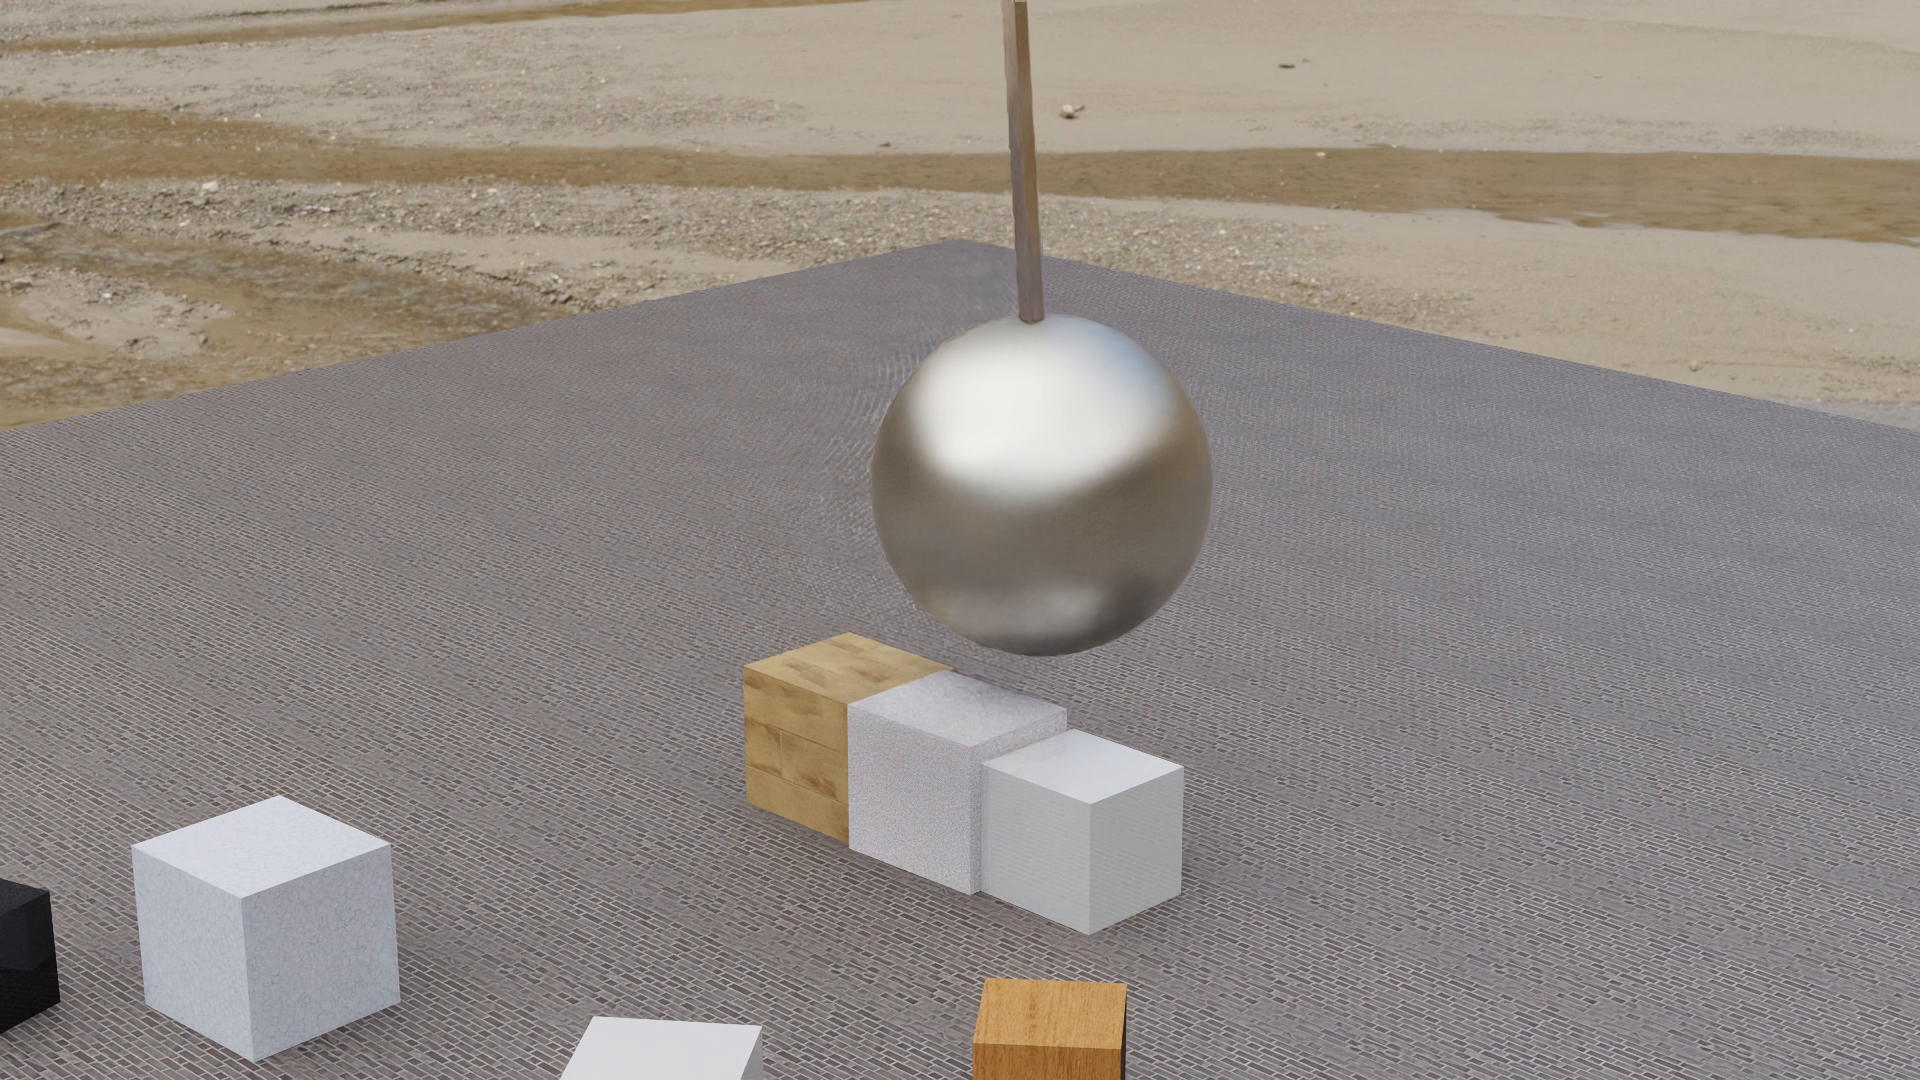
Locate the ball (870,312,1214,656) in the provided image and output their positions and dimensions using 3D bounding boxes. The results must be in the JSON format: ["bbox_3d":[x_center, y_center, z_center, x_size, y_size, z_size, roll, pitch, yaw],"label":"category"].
[{"bbox_3d":[0.380,-0.258,13.658,1.600,1.600,1.600,0,17,0],"label":"ball"}]

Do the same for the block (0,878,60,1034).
[{"bbox_3d":[-4.146,1.724,12.023,0.575,0.501,0.605,9,20,27],"label":"block"}]

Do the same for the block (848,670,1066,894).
[{"bbox_3d":[-0.014,1.111,13.612,0.774,0.719,0.653,16,23,41],"label":"block"}]

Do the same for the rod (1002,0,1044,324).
[{"bbox_3d":[0.164,-3.424,12.438,0.080,5.200,0.080,17,29,42],"label":"rod"}]

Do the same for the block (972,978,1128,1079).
[{"bbox_3d":[0.337,2.027,10.897,0.535,0.598,0.534,2,18,5],"label":"block"}]

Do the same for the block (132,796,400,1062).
[{"bbox_3d":[-2.860,1.587,12.102,0.770,0.715,0.725,15,23,40],"label":"block"}]

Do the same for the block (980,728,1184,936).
[{"bbox_3d":[0.546,1.300,13.177,0.666,0.619,0.615,17,24,42],"label":"block"}]

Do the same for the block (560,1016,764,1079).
[{"bbox_3d":[-1.064,2.154,10.397,0.622,0.656,0.667,2,18,7],"label":"block"}]

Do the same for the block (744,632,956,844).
[{"bbox_3d":[-0.530,0.945,14.166,0.751,0.703,0.696,17,24,42],"label":"block"}]
